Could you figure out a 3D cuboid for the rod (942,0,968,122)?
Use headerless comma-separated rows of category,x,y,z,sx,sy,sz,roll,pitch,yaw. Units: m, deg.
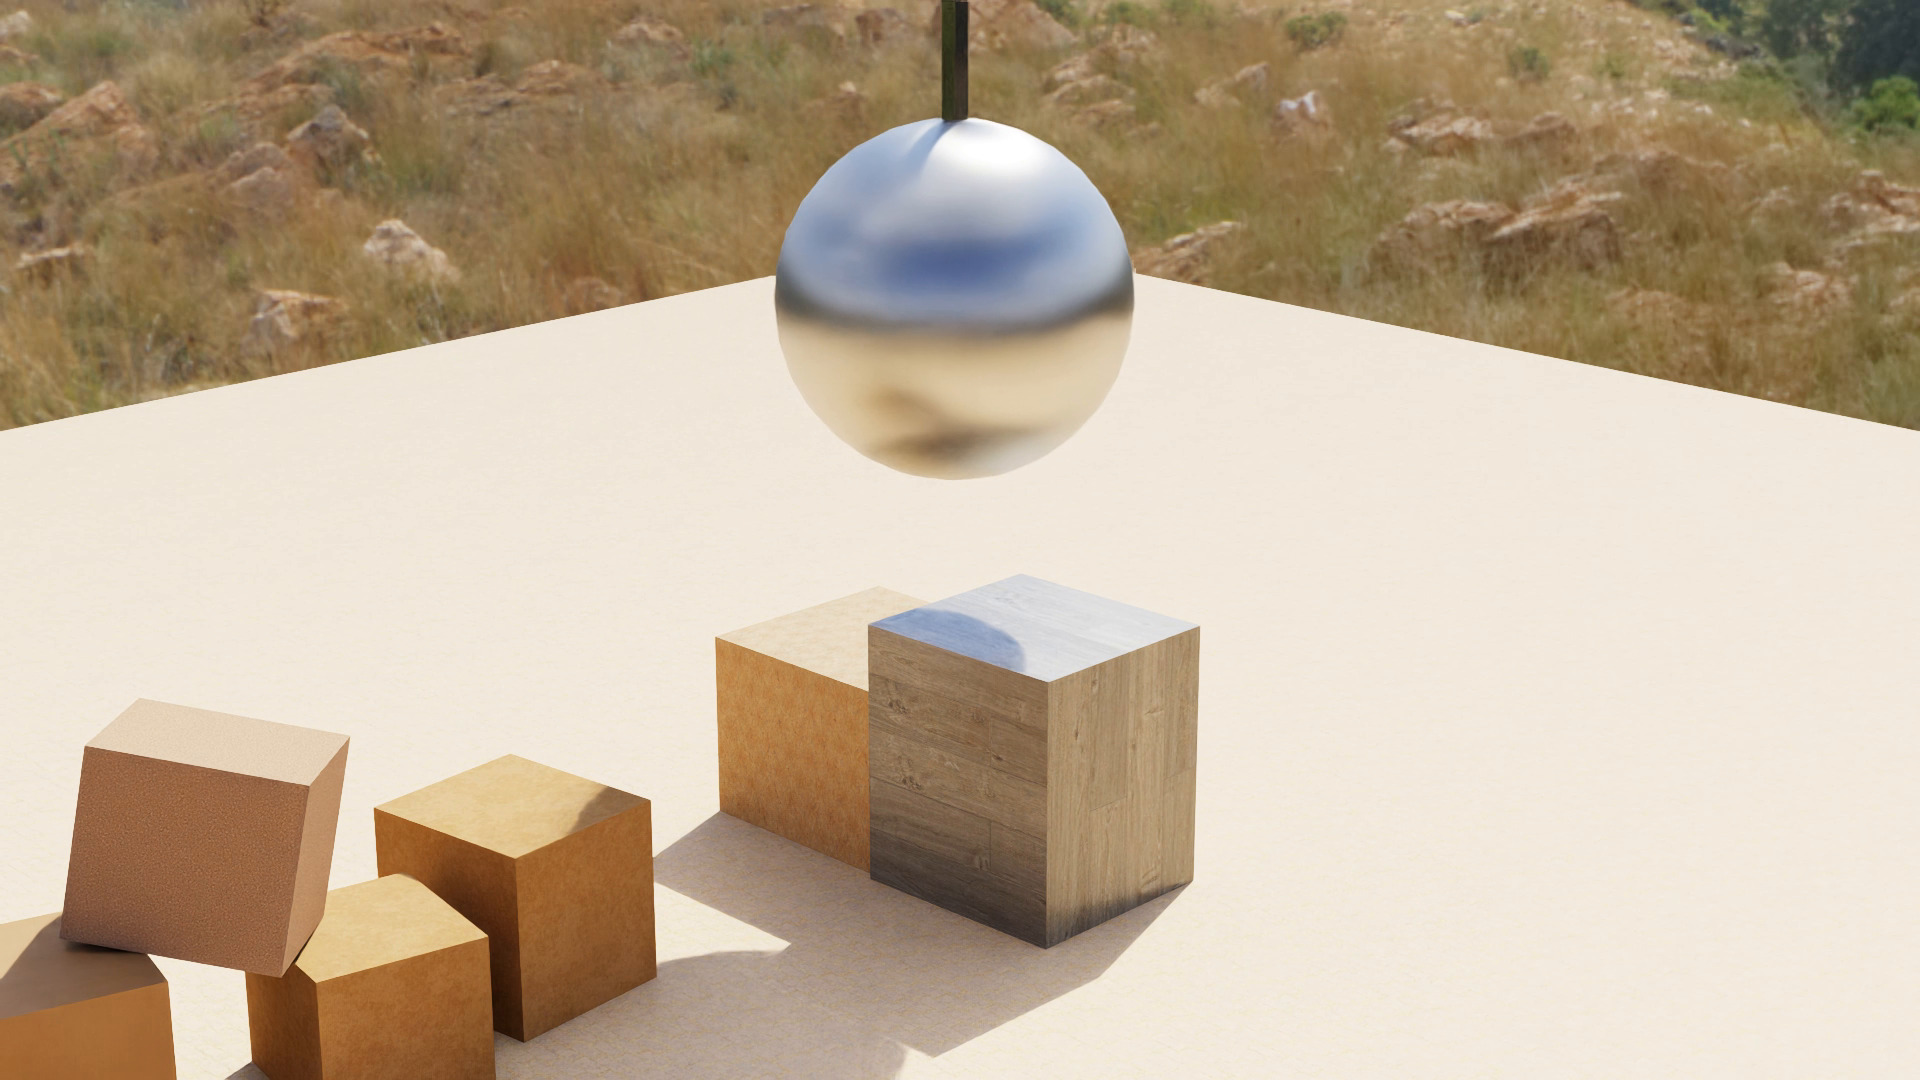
rod,-0.011,-4.311,11.975,0.080,5.200,0.080,17,24,42

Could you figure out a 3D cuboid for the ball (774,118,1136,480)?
ball,-0.025,-1.064,12.981,1.600,1.600,1.600,0,17,0

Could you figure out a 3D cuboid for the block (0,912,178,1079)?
block,-3.446,1.944,10.803,0.899,0.812,0.805,-10,20,-29

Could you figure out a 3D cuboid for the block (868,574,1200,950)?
block,0.329,0.965,13.218,1.080,1.233,1.009,16,23,41

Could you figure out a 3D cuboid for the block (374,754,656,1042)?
block,-1.856,1.480,12.285,0.845,0.810,0.770,13,22,36

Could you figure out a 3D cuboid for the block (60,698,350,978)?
block,-2.836,1.111,11.066,0.825,0.745,0.709,10,11,-2

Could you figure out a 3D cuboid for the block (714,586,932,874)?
block,-0.401,0.883,14.047,1.080,0.892,1.075,17,24,42

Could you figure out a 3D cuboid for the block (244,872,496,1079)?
block,-2.326,1.806,11.523,0.708,0.644,0.750,-12,21,-33
